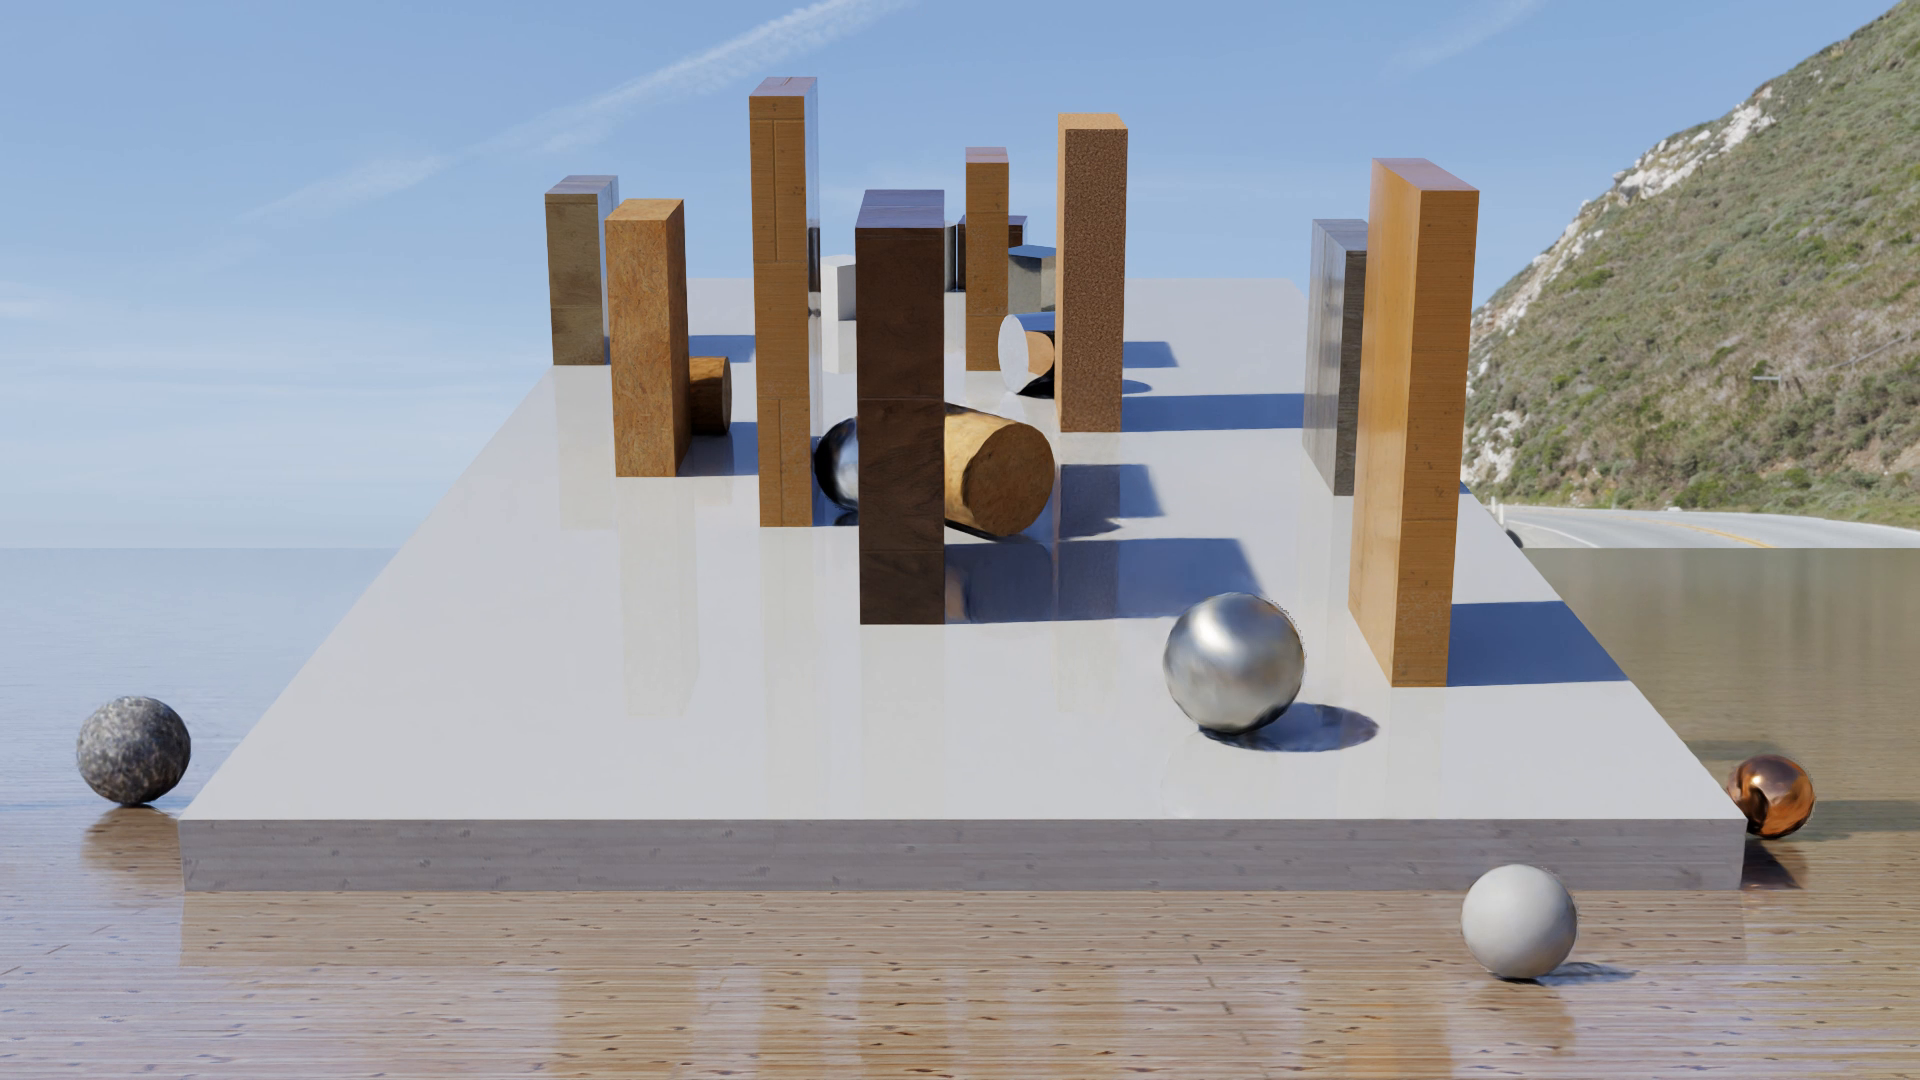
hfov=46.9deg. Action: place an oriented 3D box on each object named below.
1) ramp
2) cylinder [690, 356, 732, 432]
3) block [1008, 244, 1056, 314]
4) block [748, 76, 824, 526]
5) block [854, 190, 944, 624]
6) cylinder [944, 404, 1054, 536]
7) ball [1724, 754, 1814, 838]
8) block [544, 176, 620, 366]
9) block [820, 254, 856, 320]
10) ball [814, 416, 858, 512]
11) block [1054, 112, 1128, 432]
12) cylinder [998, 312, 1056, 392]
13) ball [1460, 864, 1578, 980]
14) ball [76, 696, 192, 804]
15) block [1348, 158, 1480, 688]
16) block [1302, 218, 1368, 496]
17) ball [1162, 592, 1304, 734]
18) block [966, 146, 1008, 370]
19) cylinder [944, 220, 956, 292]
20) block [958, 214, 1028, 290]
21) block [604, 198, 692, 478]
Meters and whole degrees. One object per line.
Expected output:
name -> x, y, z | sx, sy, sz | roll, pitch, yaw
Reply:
ramp -> -0.002, -0.168, 4.752 | 2.000, 0.100, 4.000 | 0, 17, 0
cylinder -> -0.584, -0.314, 4.777 | 0.164, 0.164, 0.164 | 1, 0, 1
block -> 0.203, -0.712, 6.107 | 0.169, 0.169, 0.169 | 12, 20, 35
block -> -0.322, -0.456, 4.172 | 0.096, 0.784, 0.397 | 0, 17, 0
block -> -0.093, -0.232, 3.675 | 0.135, 0.638, 0.437 | 0, 17, 0
cylinder -> 0.027, -0.132, 4.089 | 0.209, 0.209, 0.209 | 0, 13, -41
ball -> 1.225, 0.388, 3.355 | 0.127, 0.127, 0.127 | 0, 0, 0
block -> -0.937, -0.681, 5.559 | 0.127, 0.421, 0.348 | 0, 17, 0
block -> -0.326, -0.694, 6.084 | 0.148, 0.148, 0.148 | -15, 22, -40
ball -> -0.182, -0.142, 4.170 | 0.182, 0.182, 0.182 | 0, 0, 0
block -> 0.284, -0.591, 4.862 | 0.131, 0.650, 0.331 | 0, 17, 0
cylinder -> 0.208, -0.442, 5.178 | 0.183, 0.183, 0.183 | -6, 2, -21
ball -> 0.575, 0.392, 2.279 | 0.117, 0.117, 0.117 | 0, 0, 0
ball -> -1.413, 0.359, 3.789 | 0.185, 0.185, 0.185 | 0, 0, 0
block -> 0.680, -0.187, 3.360 | 0.081, 0.734, 0.378 | 0, 17, 0
block -> 0.777, -0.373, 4.430 | 0.103, 0.479, 0.407 | 0, 17, 0
ball -> 0.382, 0.172, 3.094 | 0.197, 0.197, 0.197 | 0, 0, 0
block -> 0.065, -0.699, 5.478 | 0.102, 0.504, 0.321 | 0, 17, 0
cylinder -> -0.104, -0.831, 6.474 | 0.187, 0.187, 0.187 | 0, 17, 0
block -> 0.097, -0.849, 6.529 | 0.191, 0.191, 0.191 | 2, 17, 6
block -> -0.630, -0.415, 4.504 | 0.118, 0.515, 0.301 | 0, 17, 0
